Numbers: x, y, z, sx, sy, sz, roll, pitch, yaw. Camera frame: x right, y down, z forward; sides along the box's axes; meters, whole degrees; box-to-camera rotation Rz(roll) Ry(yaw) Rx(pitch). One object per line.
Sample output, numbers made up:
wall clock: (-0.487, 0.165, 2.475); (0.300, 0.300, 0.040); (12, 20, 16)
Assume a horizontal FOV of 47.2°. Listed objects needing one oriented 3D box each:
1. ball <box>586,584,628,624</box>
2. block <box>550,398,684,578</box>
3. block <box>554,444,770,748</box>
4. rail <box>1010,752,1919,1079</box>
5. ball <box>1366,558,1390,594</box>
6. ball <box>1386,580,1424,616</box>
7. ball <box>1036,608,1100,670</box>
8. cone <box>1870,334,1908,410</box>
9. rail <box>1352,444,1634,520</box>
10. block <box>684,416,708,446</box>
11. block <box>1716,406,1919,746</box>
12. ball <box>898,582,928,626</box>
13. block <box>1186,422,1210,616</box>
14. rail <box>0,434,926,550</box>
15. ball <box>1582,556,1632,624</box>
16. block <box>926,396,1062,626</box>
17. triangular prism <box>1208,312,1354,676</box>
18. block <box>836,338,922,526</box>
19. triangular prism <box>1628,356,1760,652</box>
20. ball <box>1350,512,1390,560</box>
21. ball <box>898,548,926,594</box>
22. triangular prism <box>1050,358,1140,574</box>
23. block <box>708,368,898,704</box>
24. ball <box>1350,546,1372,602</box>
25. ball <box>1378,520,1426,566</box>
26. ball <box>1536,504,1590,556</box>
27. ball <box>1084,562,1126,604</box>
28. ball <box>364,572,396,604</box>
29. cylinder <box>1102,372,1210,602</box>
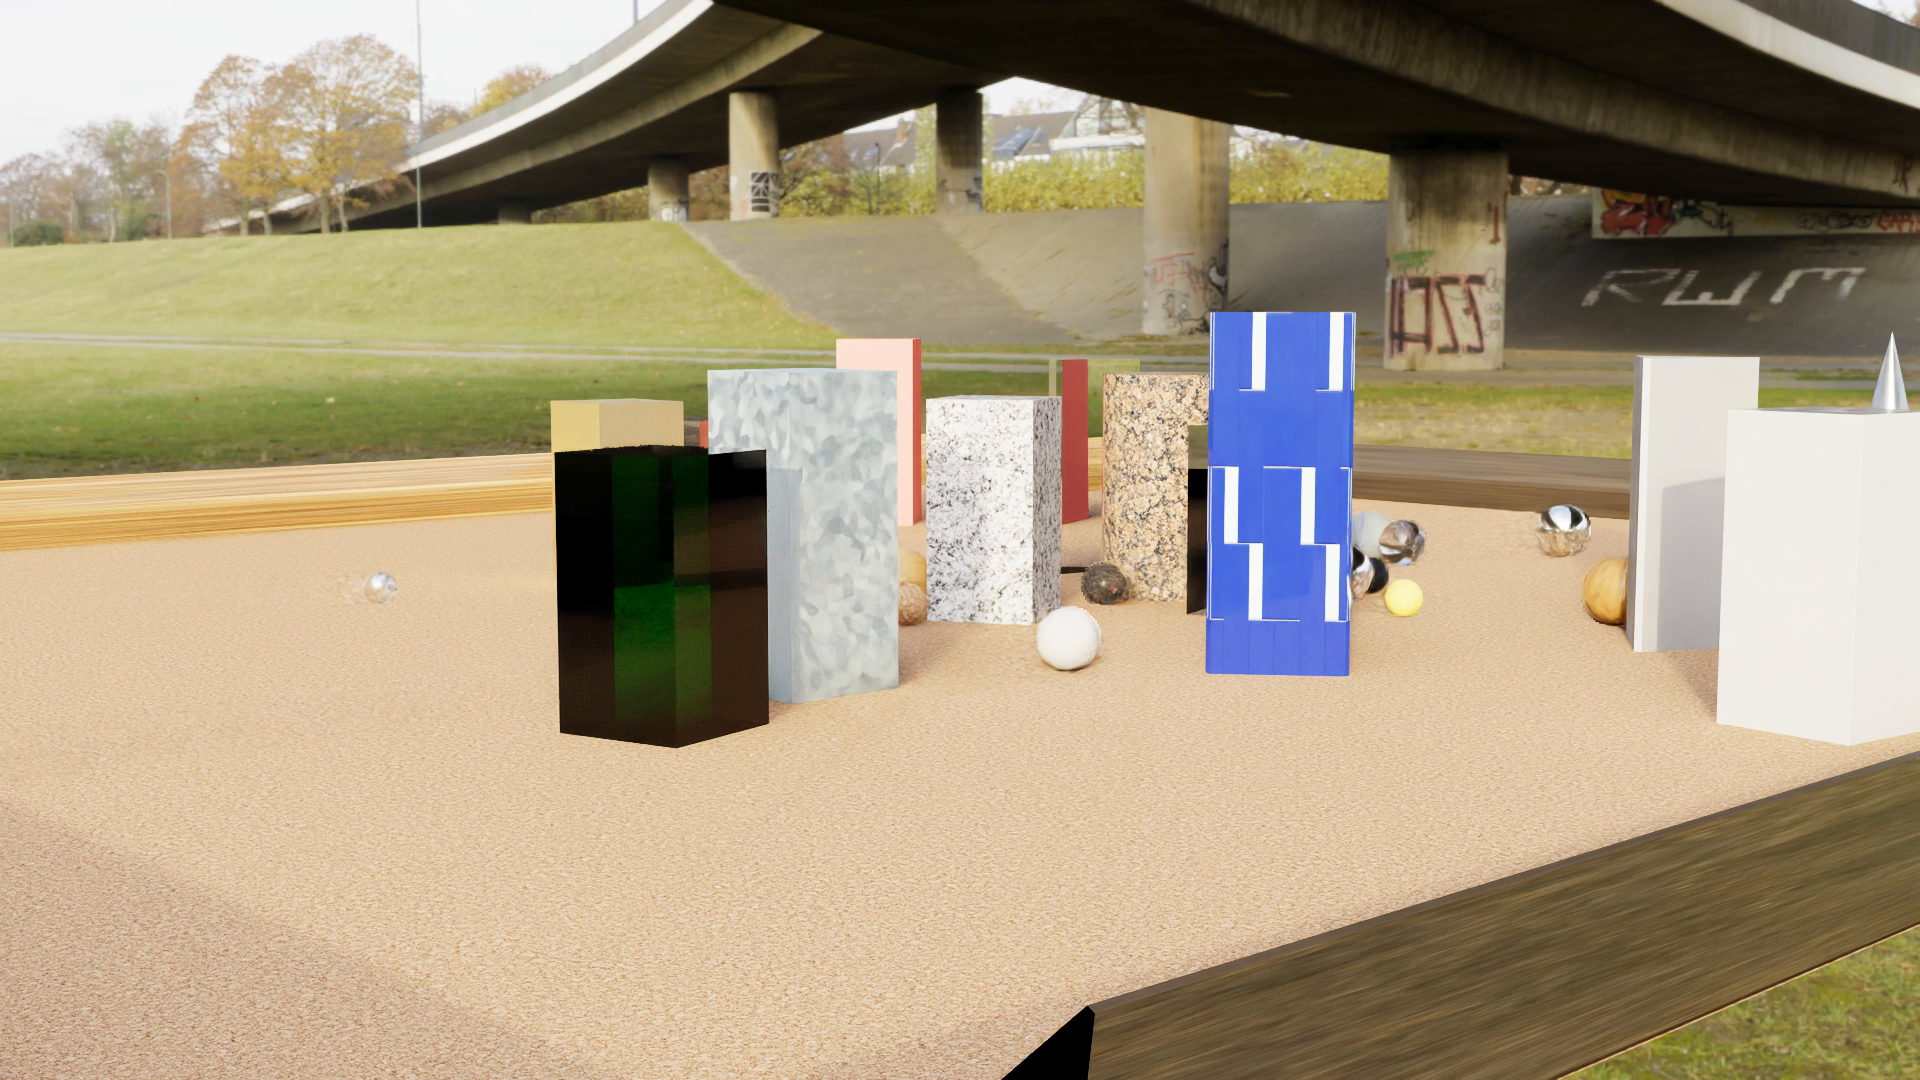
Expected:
ball: (-0.501, 0.091, 3.126); (0.058, 0.058, 0.058); (0, 6, 0)
block: (-0.566, -0.082, 3.641); (0.158, 0.295, 0.158); (-5, 8, -39)
block: (-0.315, 0.054, 2.334); (0.158, 0.297, 0.158); (4, 7, 32)
rail: (1.177, 0.166, 2.063); (3.940, 0.128, 0.045); (-5, 8, -42)
ball: (0.649, 0.056, 3.468); (0.057, 0.057, 0.057); (0, 6, 0)
ball: (0.648, 0.084, 3.208); (0.055, 0.055, 0.055); (0, 6, 0)
ball: (0.133, 0.123, 2.723); (0.078, 0.078, 0.078); (0, 6, 0)
cone: (1.441, -0.118, 3.421); (0.197, 0.413, 0.197); (0, 6, 0)
rail: (1.431, -0.104, 4.645); (0.045, 0.128, 3.520); (-5, 8, -42)
block: (-0.525, -0.098, 4.026); (0.158, 0.247, 0.158); (1, 6, 12)
block: (0.929, 0.031, 2.346); (0.158, 0.339, 0.158); (-4, 7, -36)
ball: (-0.077, 0.090, 3.116); (0.062, 0.062, 0.062); (0, 6, 0)
block: (0.439, -0.032, 3.245); (0.158, 0.278, 0.158); (3, 7, 28)
rail: (-1.177, -0.099, 4.601); (3.940, 0.128, 0.045); (-5, 8, -42)
ball: (0.934, 0.072, 3.121); (0.097, 0.097, 0.097); (0, 6, 0)
block: (0.051, -0.048, 3.203); (0.158, 0.318, 0.158); (2, 6, 17)
triangular prism: (0.398, -0.062, 2.746); (0.171, 0.442, 0.148); (1, 6, 7)
block: (-0.169, -0.230, 4.626); (0.158, 0.385, 0.158); (1, 6, 6)
triangular prism: (0.946, -0.054, 2.951); (0.171, 0.383, 0.148); (-2, 6, -17)
ball: (0.729, -0.007, 3.917); (0.088, 0.088, 0.088); (0, 6, 0)
ball: (-0.086, 0.061, 3.221); (0.098, 0.098, 0.098); (0, 6, 0)
triangular prism: (0.199, -0.134, 3.815); (0.171, 0.362, 0.148); (-4, 7, -32)
block: (-0.184, -0.012, 2.585); (0.158, 0.375, 0.158); (-5, 8, -41)
ball: (0.587, 0.051, 3.366); (0.088, 0.088, 0.088); (0, 6, 0)
ball: (0.773, 0.005, 3.842); (0.080, 0.080, 0.080); (0, 6, 0)
ball: (1.091, -0.017, 3.980); (0.095, 0.095, 0.095); (0, 6, 0)
ball: (0.219, 0.066, 3.334); (0.064, 0.064, 0.064); (0, 6, 0)
ball: (-0.884, 0.073, 3.350); (0.047, 0.047, 0.047); (0, 6, 0)
cylinder: (0.322, -0.088, 3.453); (0.197, 0.346, 0.197); (0, 6, 0)
